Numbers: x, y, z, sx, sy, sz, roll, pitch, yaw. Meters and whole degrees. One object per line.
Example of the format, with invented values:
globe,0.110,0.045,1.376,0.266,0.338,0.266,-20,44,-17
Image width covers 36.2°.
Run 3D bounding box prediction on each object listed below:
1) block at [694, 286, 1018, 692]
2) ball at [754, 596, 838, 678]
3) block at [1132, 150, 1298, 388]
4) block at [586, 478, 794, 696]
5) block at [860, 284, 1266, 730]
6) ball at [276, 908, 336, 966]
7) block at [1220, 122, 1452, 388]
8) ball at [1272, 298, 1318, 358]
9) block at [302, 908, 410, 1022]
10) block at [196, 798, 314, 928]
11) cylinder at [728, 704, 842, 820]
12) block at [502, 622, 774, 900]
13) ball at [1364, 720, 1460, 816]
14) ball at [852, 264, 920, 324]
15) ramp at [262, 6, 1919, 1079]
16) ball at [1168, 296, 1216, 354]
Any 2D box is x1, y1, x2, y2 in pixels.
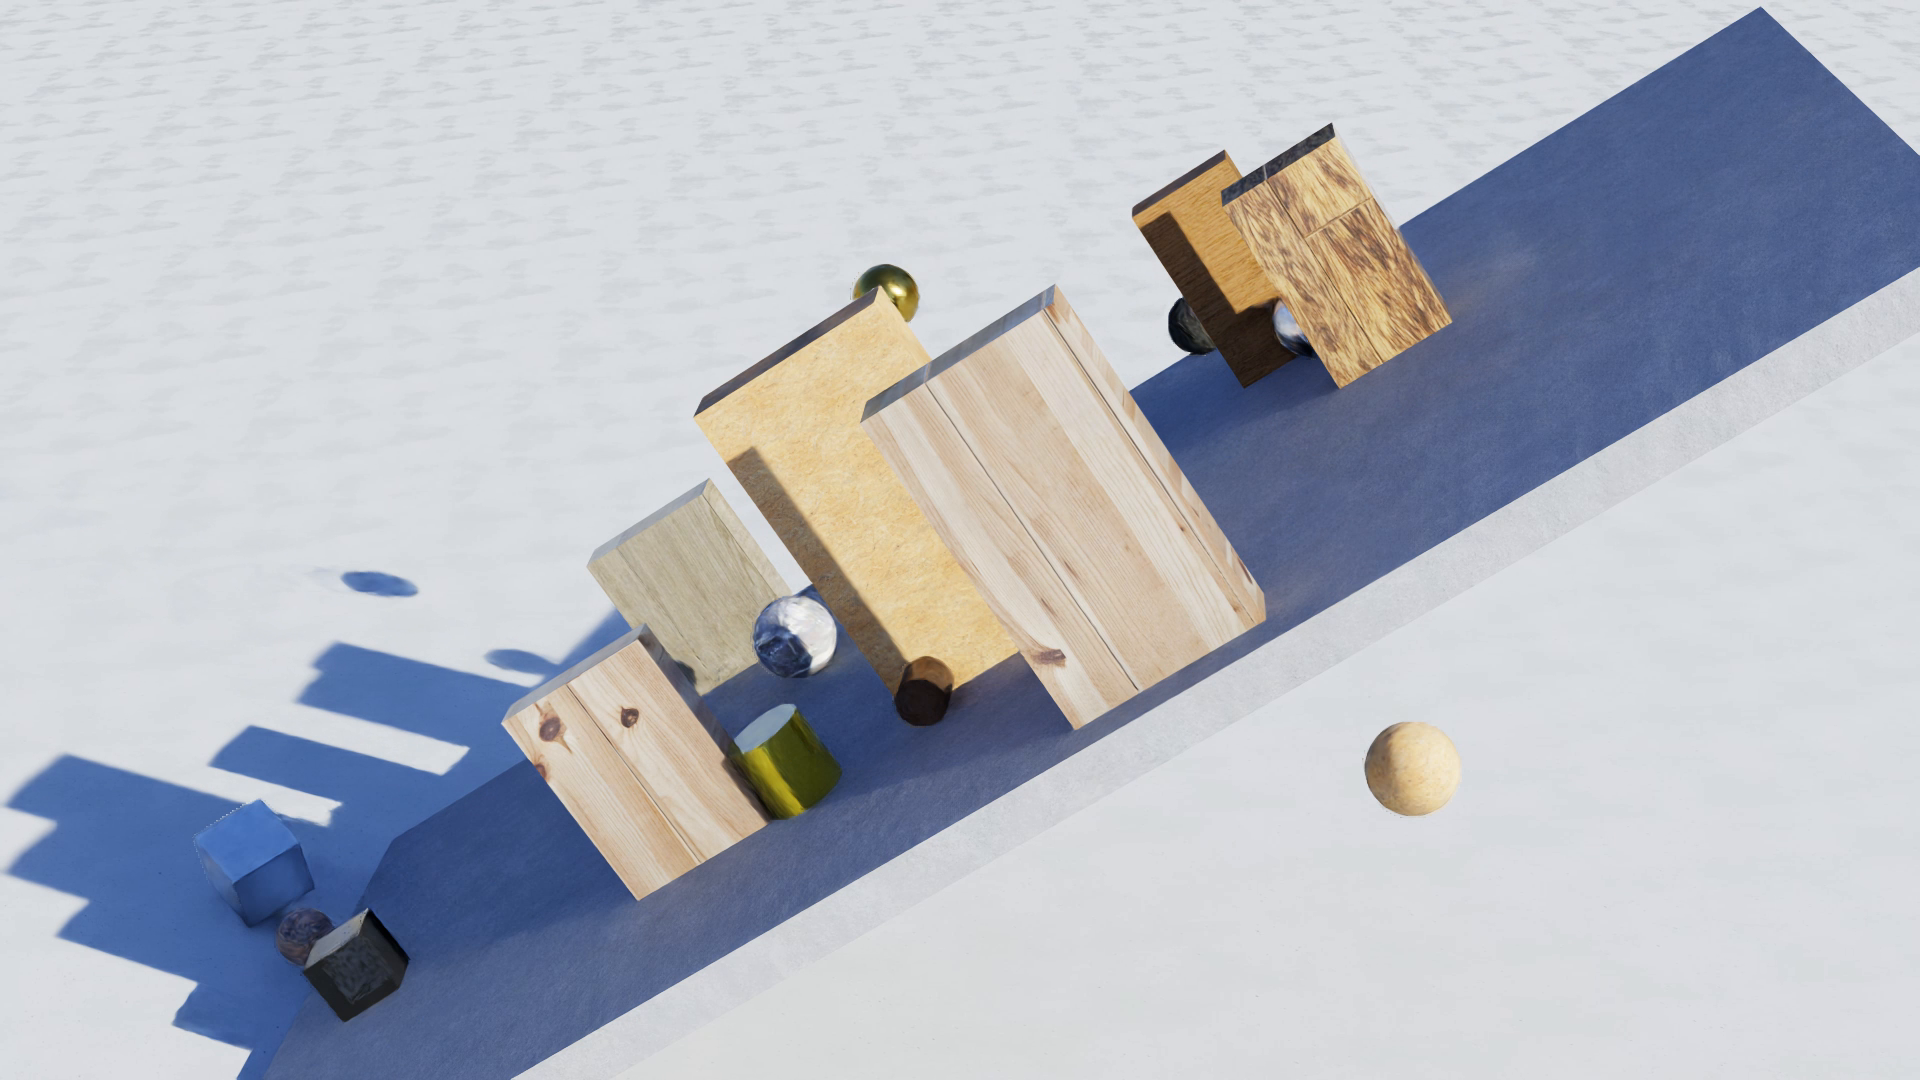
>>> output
block,-0.133,-0.073,5.956,0.438,0.766,0.134,-31,16,14
ball,-0.375,0.220,6.688,0.191,0.191,0.191,0,21,0
block,0.612,-0.602,6.551,0.243,0.467,0.100,-31,16,14
block,-0.629,0.124,7.078,0.344,0.421,0.116,-31,16,14
block,0.191,-0.054,5.324,0.410,0.704,0.129,-31,16,14
ball,-1.578,0.959,7.101,0.142,0.142,0.142,0,21,0
block,0.787,-0.594,6.155,0.272,0.466,0.138,-31,16,14
ball,0.768,-0.484,6.434,0.167,0.167,0.167,0,21,0
block,-1.356,0.956,6.613,0.153,0.153,0.153,-33,15,8
block,-1.783,0.817,7.440,0.191,0.191,0.191,-33,53,-25
cylinder,-0.356,0.450,5.982,0.169,0.169,0.169,-32,16,10
block,-0.651,0.456,6.013,0.343,0.474,0.092,-31,16,14
ball,0.745,0.376,4.842,0.157,0.157,0.157,0,21,0
ball,-0.197,-0.645,7.837,0.179,0.179,0.179,0,21,0
ramp,0.139,0.171,6.298,4.000,0.100,2.000,-31,16,14
ball,0.568,-0.516,6.999,0.148,0.148,0.148,0,21,0
